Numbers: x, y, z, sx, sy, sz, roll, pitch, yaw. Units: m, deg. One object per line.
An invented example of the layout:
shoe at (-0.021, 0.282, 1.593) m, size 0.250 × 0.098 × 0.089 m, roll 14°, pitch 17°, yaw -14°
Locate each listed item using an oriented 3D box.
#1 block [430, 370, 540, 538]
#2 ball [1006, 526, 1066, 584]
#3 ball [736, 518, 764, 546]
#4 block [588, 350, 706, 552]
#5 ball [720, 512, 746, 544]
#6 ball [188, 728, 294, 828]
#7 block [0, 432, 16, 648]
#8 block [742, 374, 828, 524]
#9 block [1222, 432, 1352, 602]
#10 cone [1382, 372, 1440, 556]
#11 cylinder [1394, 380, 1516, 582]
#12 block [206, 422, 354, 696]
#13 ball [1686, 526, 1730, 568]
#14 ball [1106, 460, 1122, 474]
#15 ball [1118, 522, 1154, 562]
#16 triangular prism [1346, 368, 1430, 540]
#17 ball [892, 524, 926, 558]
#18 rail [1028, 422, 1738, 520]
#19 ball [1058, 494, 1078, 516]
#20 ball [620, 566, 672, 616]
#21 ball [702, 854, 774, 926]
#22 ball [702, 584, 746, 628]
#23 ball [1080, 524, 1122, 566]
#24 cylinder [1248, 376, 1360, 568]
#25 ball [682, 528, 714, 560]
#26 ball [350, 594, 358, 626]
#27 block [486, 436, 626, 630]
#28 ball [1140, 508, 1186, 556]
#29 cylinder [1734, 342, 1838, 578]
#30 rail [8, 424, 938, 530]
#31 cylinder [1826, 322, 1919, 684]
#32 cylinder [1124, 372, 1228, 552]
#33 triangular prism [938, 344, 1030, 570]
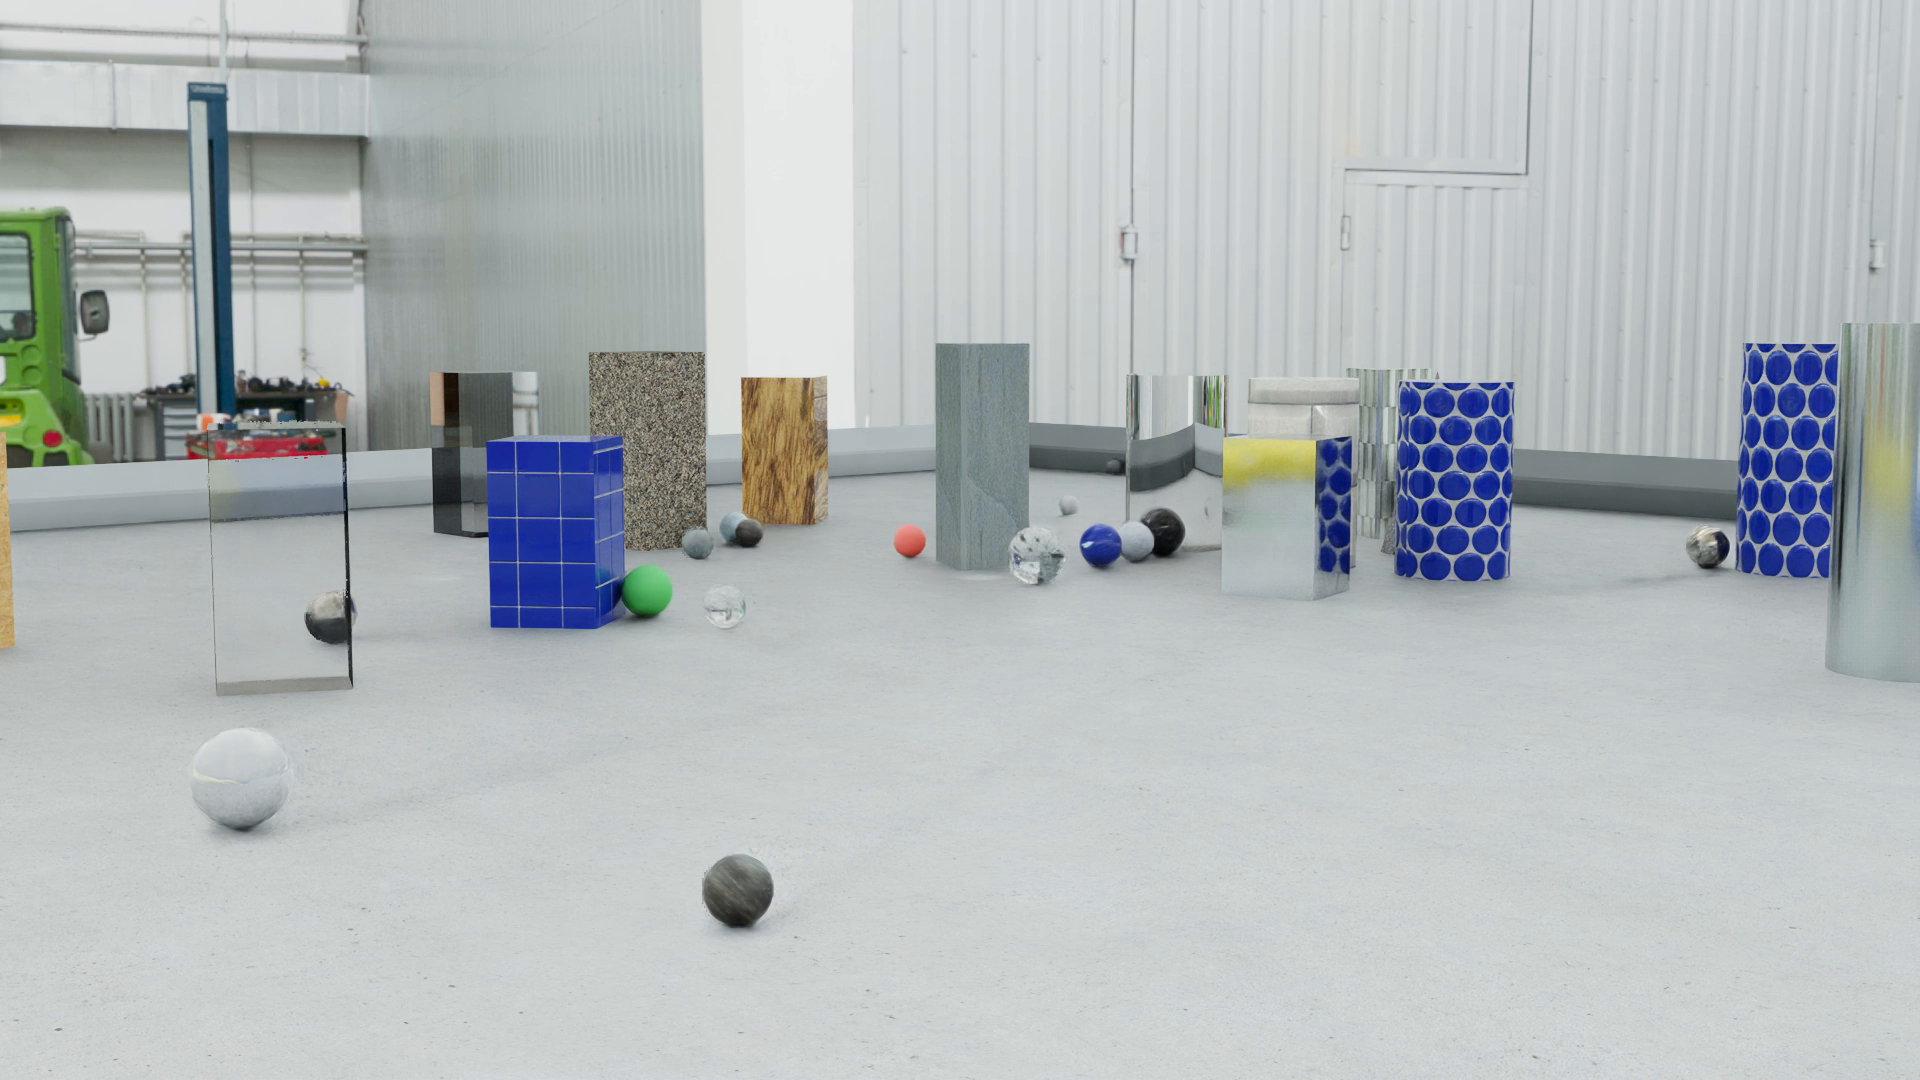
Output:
block at (-0.940, -0.173, 4.357) m, size 0.152 × 0.319 × 0.152 m, roll -6°, pitch 8°, yaw -44°
ball at (0.123, 0.025, 3.545) m, size 0.095 × 0.095 × 0.095 m, roll 0°, pitch 6°, yaw 0°
ball at (-0.393, -0.014, 4.115) m, size 0.053 × 0.053 × 0.053 m, roll 0°, pitch 6°, yaw 0°
block at (-0.585, -0.171, 4.128) m, size 0.152 × 0.362 × 0.152 m, roll 5°, pitch 8°, yaw 40°
ball at (-0.426, -0.023, 4.167) m, size 0.060 × 0.060 × 0.060 m, roll 0°, pitch 6°, yaw 0°
ball at (-0.618, 0.204, 1.891) m, size 0.086 × 0.086 × 0.086 m, roll 0°, pitch 6°, yaw 0°
block at (-1.343, 0.004, 2.842) m, size 0.152 × 0.283 × 0.152 m, roll 1°, pitch 6°, yaw 13°
block at (-0.365, -0.191, 4.602) m, size 0.152 × 0.303 × 0.152 m, roll 1°, pitch 6°, yaw 7°
block at (0.511, -0.039, 3.439) m, size 0.152 × 0.245 × 0.152 m, roll 4°, pitch 7°, yaw 31°
cone at (0.867, -0.143, 4.008) m, size 0.190 × 0.332 × 0.190 m, roll 0°, pitch 6°, yaw 0°
cylinder at (0.826, -0.104, 3.675) m, size 0.190 × 0.324 × 0.190 m, roll 0°, pitch 6°, yaw 0°
block at (-0.807, 0.017, 2.609) m, size 0.152 × 0.307 × 0.152 m, roll -2°, pitch 6°, yaw -18°
ball at (1.288, 0.011, 3.786) m, size 0.072 × 0.072 × 0.072 m, roll 0°, pitch 6°, yaw 0°
ball at (0.414, -0.195, 5.883) m, size 0.042 × 0.042 × 0.042 m, roll 0°, pitch 6°, yaw 0°
ball at (0.308, 0.003, 3.881) m, size 0.069 × 0.069 × 0.069 m, roll 0°, pitch 6°, yaw 0°
triangular prism at (0.817, -0.175, 4.337) m, size 0.165 × 0.326 × 0.143 m, roll -6°, pitch 8°, yaw -43°
ball at (-0.091, 0.001, 3.941) m, size 0.059 × 0.059 × 0.059 m, roll 0°, pitch 6°, yaw 0°
rail at (1.515, -0.115, 4.722) m, size 0.045 × 0.123 × 4.156 m, roll -6°, pitch 8°, yaw -42°
ball at (0.233, -0.075, 4.734) m, size 0.044 × 0.044 × 0.044 m, roll 0°, pitch 6°, yaw 0°
ball at (-0.453, 0.074, 3.179) m, size 0.074 × 0.074 × 0.074 m, roll 0°, pitch 6°, yaw 0°
ball at (-0.160, 0.253, 1.591) m, size 0.051 × 0.051 × 0.051 m, roll 0°, pitch 6°, yaw 0°
ball at (-0.329, 0.093, 3.072) m, size 0.060 × 0.060 × 0.060 m, roll 0°, pitch 6°, yaw 0°
ball at (0.243, 0.009, 3.793) m, size 0.074 × 0.074 × 0.074 m, roll 0°, pitch 6°, yaw 0°
cylinder at (0.592, -0.117, 3.807) m, size 0.190 × 0.323 × 0.190 m, roll 0°, pitch 6°, yaw 0°
ball at (-0.465, 0.007, 3.904) m, size 0.055 × 0.055 × 0.055 m, roll 0°, pitch 6°, yaw 0°
ball at (-0.853, 0.096, 2.980) m, size 0.072 × 0.072 × 0.072 m, roll 0°, pitch 6°, yaw 0°
block at (-0.572, -0.014, 3.129) m, size 0.152 × 0.260 × 0.152 m, roll 1°, pitch 6°, yaw 7°
ball at (0.363, -0.015, 3.963) m, size 0.087 × 0.087 × 0.087 m, roll 0°, pitch 6°, yaw 0°
cylinder at (1.417, -0.139, 3.716) m, size 0.190 × 0.386 × 0.190 m, roll 0°, pitch 6°, yaw 0°
rail at (-1.393, -0.126, 4.834) m, size 4.170 × 0.123 × 0.045 m, roll -6°, pitch 8°, yaw -42°
cylinder at (1.167, -0.051, 2.687) m, size 0.190 × 0.426 × 0.190 m, roll 0°, pitch 6°, yaw 0°
cylinder at (0.404, -0.148, 4.099) m, size 0.190 × 0.322 × 0.190 m, roll 0°, pitch 6°, yaw 0°
triangular prism at (0.012, -0.150, 3.827) m, size 0.143 × 0.383 × 0.165 m, roll 6°, pitch 8°, yaw 44°
